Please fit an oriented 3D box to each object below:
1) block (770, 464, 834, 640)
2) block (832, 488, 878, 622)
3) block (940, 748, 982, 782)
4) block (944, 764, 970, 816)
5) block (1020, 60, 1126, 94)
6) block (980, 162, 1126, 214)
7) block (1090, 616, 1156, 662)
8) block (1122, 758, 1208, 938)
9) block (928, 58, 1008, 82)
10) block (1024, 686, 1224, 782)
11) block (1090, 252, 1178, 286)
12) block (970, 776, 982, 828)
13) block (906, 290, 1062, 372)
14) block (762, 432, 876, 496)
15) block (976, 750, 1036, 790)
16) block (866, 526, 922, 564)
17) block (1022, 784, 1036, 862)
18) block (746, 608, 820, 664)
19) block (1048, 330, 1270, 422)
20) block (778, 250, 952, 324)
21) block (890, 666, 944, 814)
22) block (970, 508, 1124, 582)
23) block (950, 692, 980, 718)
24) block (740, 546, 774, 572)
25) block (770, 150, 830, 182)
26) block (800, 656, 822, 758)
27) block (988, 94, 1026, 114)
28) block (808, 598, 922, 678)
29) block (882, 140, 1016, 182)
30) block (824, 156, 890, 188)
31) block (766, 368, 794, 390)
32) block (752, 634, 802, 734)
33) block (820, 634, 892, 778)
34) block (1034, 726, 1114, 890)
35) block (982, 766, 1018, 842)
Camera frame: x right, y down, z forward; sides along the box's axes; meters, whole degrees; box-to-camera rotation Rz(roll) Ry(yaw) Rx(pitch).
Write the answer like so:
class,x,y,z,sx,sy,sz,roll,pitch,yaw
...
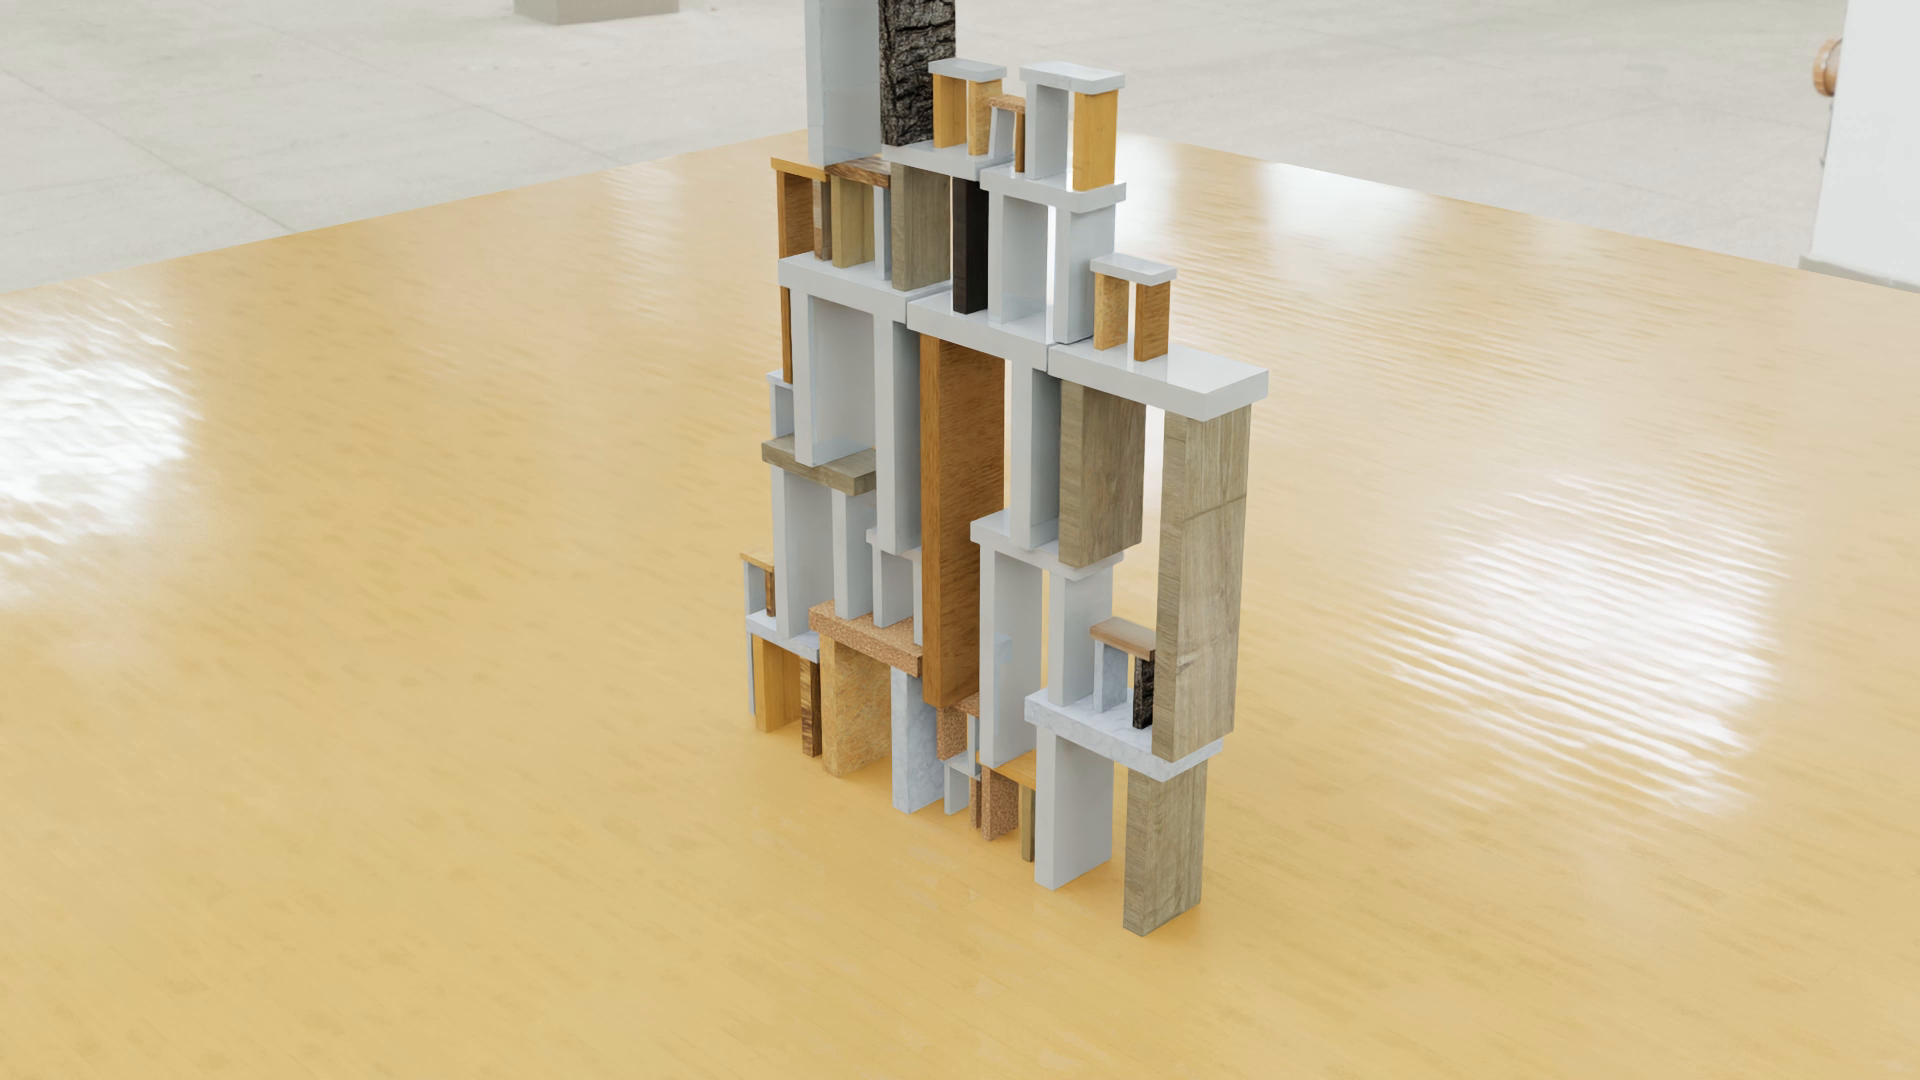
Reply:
class,x,y,z,sx,sy,sz,roll,pitch,yaw
block,-0.322,0.007,4.584,0.040,0.382,0.139,21,31,41
block,-0.191,0.011,4.443,0.140,0.279,0.040,-21,31,-41
block,0.020,0.447,4.399,0.113,0.016,0.056,21,31,41
block,-0.006,0.495,4.449,0.016,0.113,0.056,21,31,41
block,0.187,-0.774,3.678,0.082,0.023,0.165,-22,31,-40
block,0.159,-0.611,3.787,0.117,0.033,0.235,-22,32,-40
block,0.311,0.177,3.969,0.071,0.020,0.142,-21,31,-40
block,0.378,0.546,4.044,0.048,0.337,0.168,21,31,41
block,0.013,-0.827,3.864,0.065,0.018,0.131,-21,31,-41
block,0.299,0.338,4.042,0.337,0.048,0.168,21,31,41
block,0.293,-0.457,3.711,0.135,0.019,0.067,21,31,40
block,0.047,0.516,4.400,0.016,0.112,0.056,21,31,41
block,0.087,-0.387,3.965,0.347,0.049,0.174,22,32,40
block,-0.257,-0.161,4.441,0.279,0.040,0.139,21,31,41
block,0.119,0.436,4.281,0.082,0.023,0.165,-21,31,-41
block,-0.093,0.004,4.333,0.088,0.025,0.176,-21,31,-40
block,0.157,0.538,4.282,0.082,0.165,0.023,-21,31,-41
block,-0.338,0.195,4.673,0.115,0.033,0.230,-21,31,-41
block,0.334,-0.285,3.739,0.343,0.049,0.171,21,31,40
block,-0.163,-0.493,4.197,0.178,0.050,0.356,-21,31,-41
block,-0.065,0.380,4.455,0.045,0.319,0.160,21,31,41
block,0.159,0.002,4.049,0.264,0.037,0.132,21,31,41
block,0.015,0.312,4.335,0.131,0.019,0.066,21,31,41
block,-0.415,0.040,4.699,0.108,0.015,0.054,21,31,41
block,-0.282,-0.720,4.233,0.158,0.022,0.079,21,31,41
block,-0.284,0.336,4.674,0.033,0.229,0.115,21,31,41
block,0.097,-0.752,3.792,0.046,0.013,0.093,-21,31,-39
block,-0.140,0.183,4.453,0.160,0.045,0.320,-21,31,-41
block,-0.016,-0.689,3.942,0.119,0.034,0.238,-21,31,-40
block,-0.162,-0.691,4.110,0.089,0.025,0.178,-21,30,-40
block,-0.333,-0.323,4.454,0.058,0.016,0.116,-21,31,-40
block,-0.392,0.294,4.774,0.115,0.230,0.033,-21,31,-41
block,-0.215,0.322,4.594,0.045,0.319,0.160,21,31,41
block,0.219,0.484,4.190,0.048,0.337,0.168,21,31,41
block,0.080,0.508,4.354,0.023,0.165,0.082,21,31,41
